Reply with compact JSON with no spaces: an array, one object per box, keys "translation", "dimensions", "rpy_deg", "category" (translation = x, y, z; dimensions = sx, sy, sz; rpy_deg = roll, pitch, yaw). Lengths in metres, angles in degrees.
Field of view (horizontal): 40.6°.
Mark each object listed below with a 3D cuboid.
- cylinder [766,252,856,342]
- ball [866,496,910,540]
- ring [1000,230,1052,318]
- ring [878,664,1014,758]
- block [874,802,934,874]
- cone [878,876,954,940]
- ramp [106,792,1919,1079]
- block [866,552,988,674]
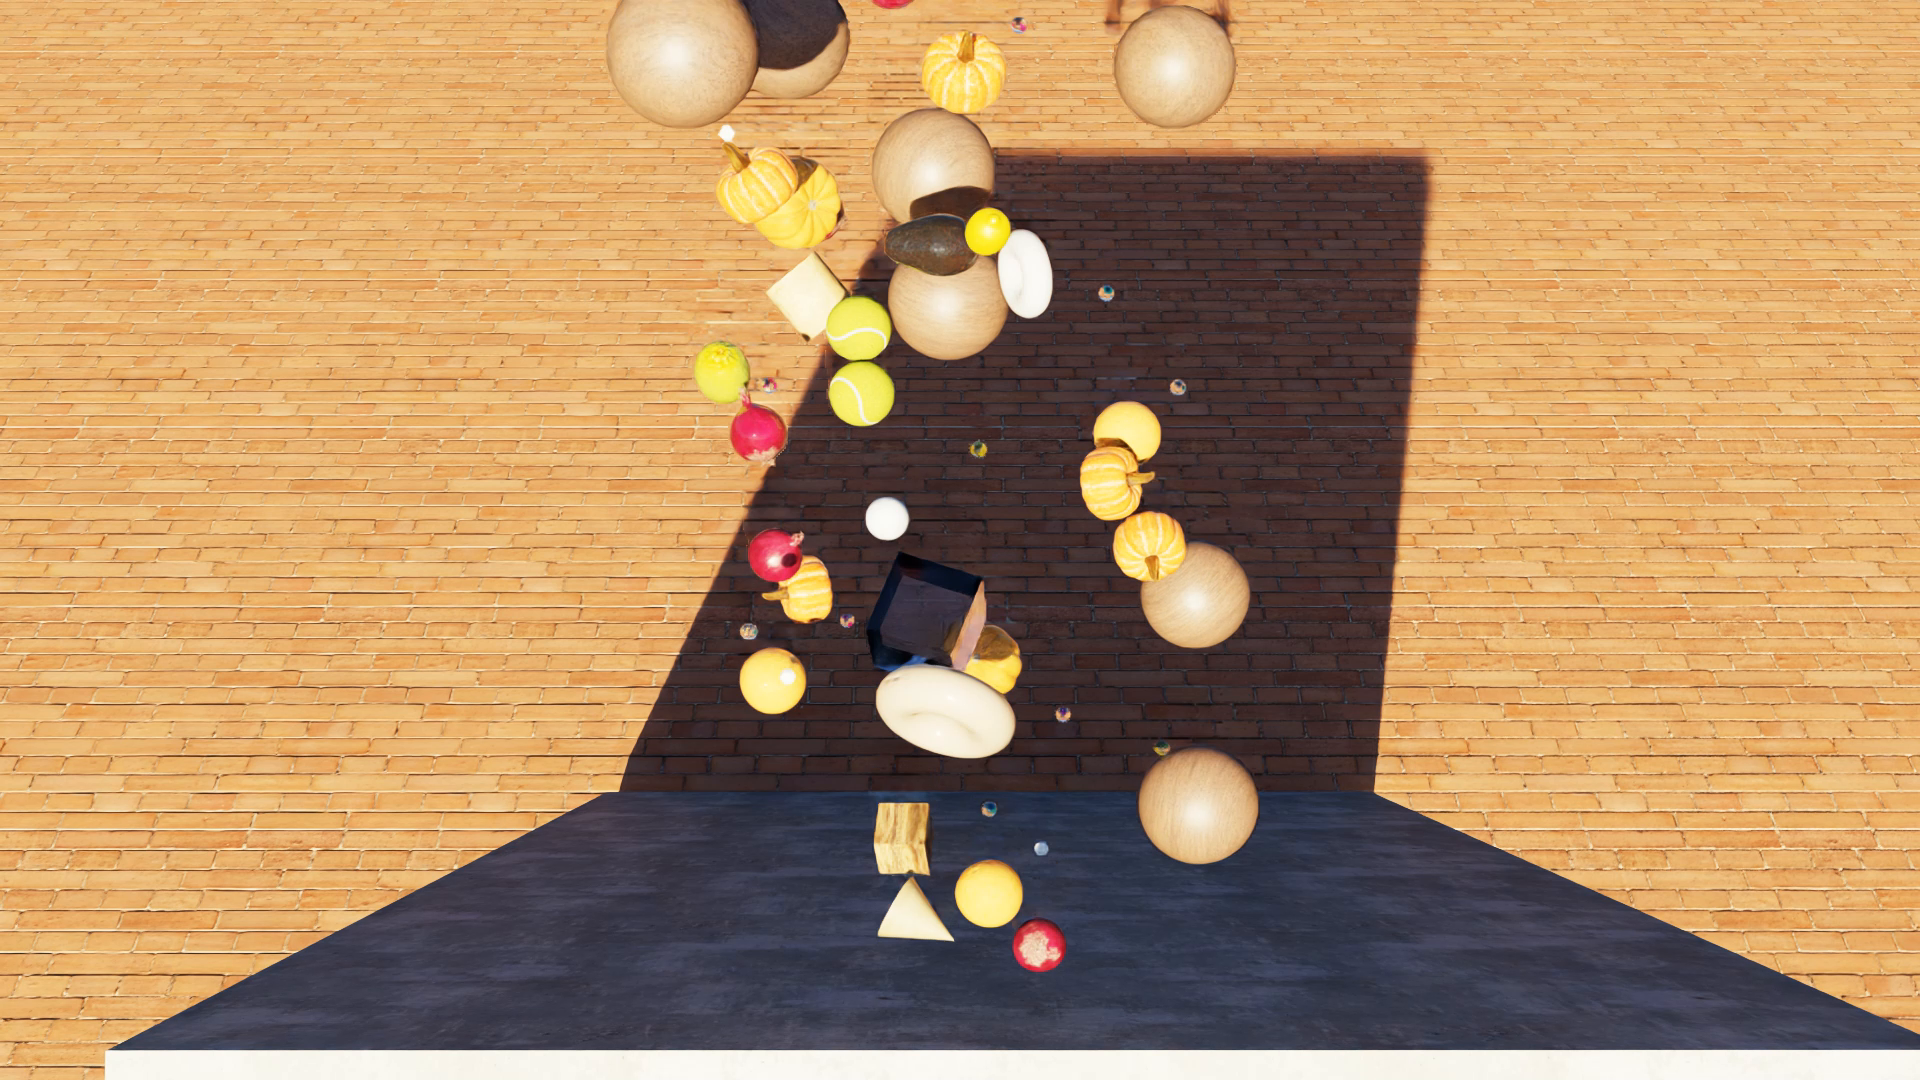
[{"translation":[-0.163,-0.266,2.840],"dimensions":[0.071,0.071,0.071],"rpy_deg":[50,43,-7],"category":"cylinder"},{"translation":[-0.085,-0.025,3.043],"dimensions":[0.052,0.052,0.052],"rpy_deg":[0,34,0],"category":"ball"},{"translation":[0.062,-0.254,2.477],"dimensions":[0.028,0.085,0.085],"rpy_deg":[-11,36,-20],"category":"ring"},{"translation":[-0.015,0.176,2.666],"dimensions":[0.148,0.148,0.049],"rpy_deg":[10,62,15],"category":"ring"},{"translation":[-0.060,0.323,2.808],"dimensions":[0.055,0.055,0.055],"rpy_deg":[0,47,7],"category":"block"},{"translation":[-0.038,0.412,2.788],"dimensions":[0.074,0.074,0.074],"rpy_deg":[29,40,9],"category":"cone"},{"translation":[0.076,0.656,4.804],"dimensions":[2.000,0.100,4.000],"rpy_deg":[0,-2,0],"category":"ramp"},{"translation":[-0.033,0.085,2.667],"dimensions":[0.092,0.092,0.092],"rpy_deg":[17,65,12],"category":"block"}]
